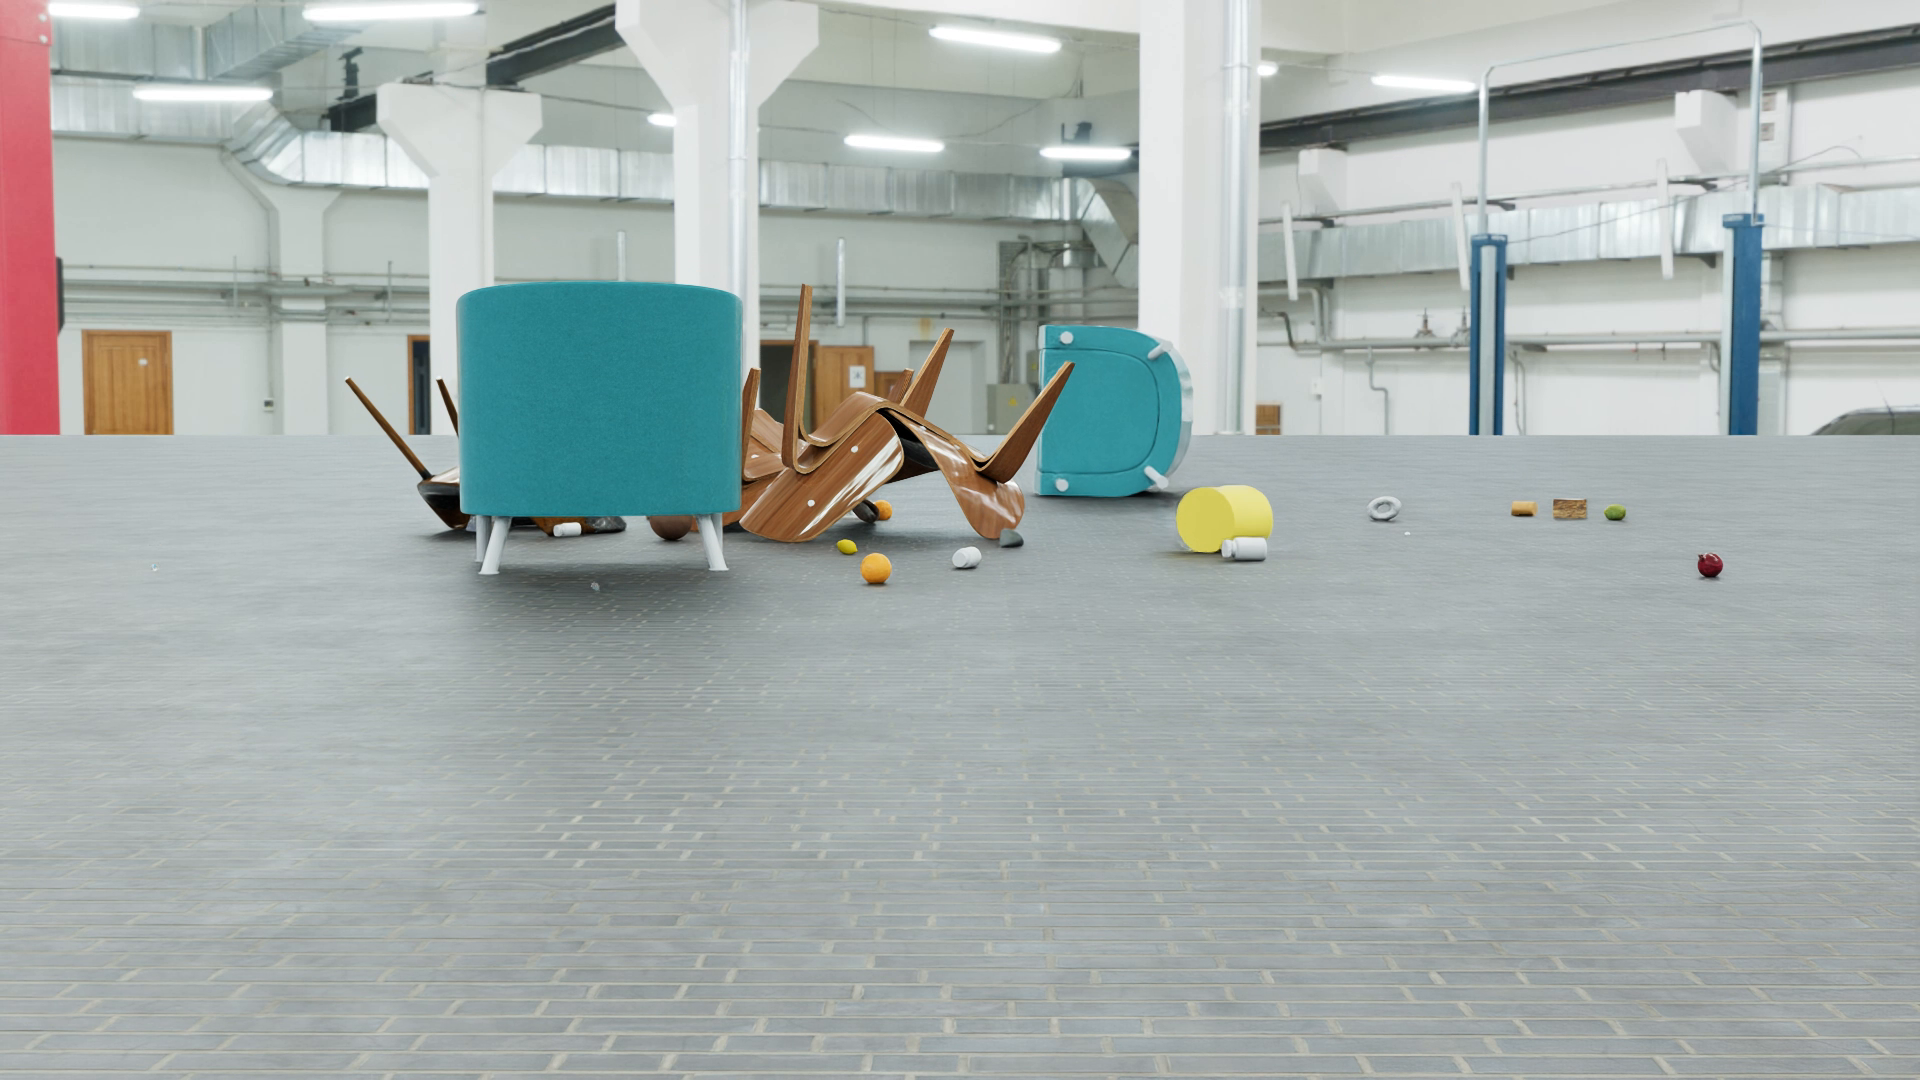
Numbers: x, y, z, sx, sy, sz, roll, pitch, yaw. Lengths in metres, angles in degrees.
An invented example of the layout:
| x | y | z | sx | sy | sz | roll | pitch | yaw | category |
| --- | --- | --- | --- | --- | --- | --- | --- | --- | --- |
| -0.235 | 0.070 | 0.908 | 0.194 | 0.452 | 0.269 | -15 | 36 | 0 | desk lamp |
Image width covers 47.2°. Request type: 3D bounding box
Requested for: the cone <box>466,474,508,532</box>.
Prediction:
| x | y | z | sx | sy | sz | roll | pitch | yaw | category |
| --- | --- | --- | --- | --- | --- | --- | --- | --- | --- |
| -1.507 | -0.124 | 7.003 | 0.133 | 0.185 | 0.157 | -2 | 4 | -22 | cone |

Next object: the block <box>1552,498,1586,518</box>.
| x | y | z | sx | sy | sz | roll | pitch | yaw | category |
| --- | --- | --- | --- | --- | --- | --- | --- | --- | --- |
| 2.134 | -0.111 | 7.698 | 0.063 | 0.064 | 0.092 | -4 | 5 | -44 | block |

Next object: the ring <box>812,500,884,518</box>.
| x | y | z | sx | sy | sz | roll | pitch | yaw | category |
| --- | --- | --- | --- | --- | --- | --- | --- | --- | --- |
| -0.396 | -0.108 | 7.748 | 0.256 | 0.051 | 0.250 | -1 | 5 | -7 | ring |

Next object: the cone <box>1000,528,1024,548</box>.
| x | y | z | sx | sy | sz | roll | pitch | yaw | category |
| --- | --- | --- | --- | --- | --- | --- | --- | --- | --- |
| 0.130 | 0.007 | 6.251 | 0.050 | 0.062 | 0.121 | -37 | 19 | -23 | cone |

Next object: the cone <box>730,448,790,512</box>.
| x | y | z | sx | sy | sz | roll | pitch | yaw | category |
| --- | --- | --- | --- | --- | --- | --- | --- | --- | --- |
| -0.739 | -0.226 | 8.125 | 0.206 | 0.235 | 0.250 | 3 | 5 | 39 | cone |

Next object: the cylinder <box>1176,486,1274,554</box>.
| x | y | z | sx | sy | sz | roll | pitch | yaw | category |
| --- | --- | --- | --- | --- | --- | --- | --- | --- | --- |
| 0.730 | -0.058 | 6.070 | 0.160 | 0.181 | 0.213 | -4 | 5 | -42 | cylinder |
